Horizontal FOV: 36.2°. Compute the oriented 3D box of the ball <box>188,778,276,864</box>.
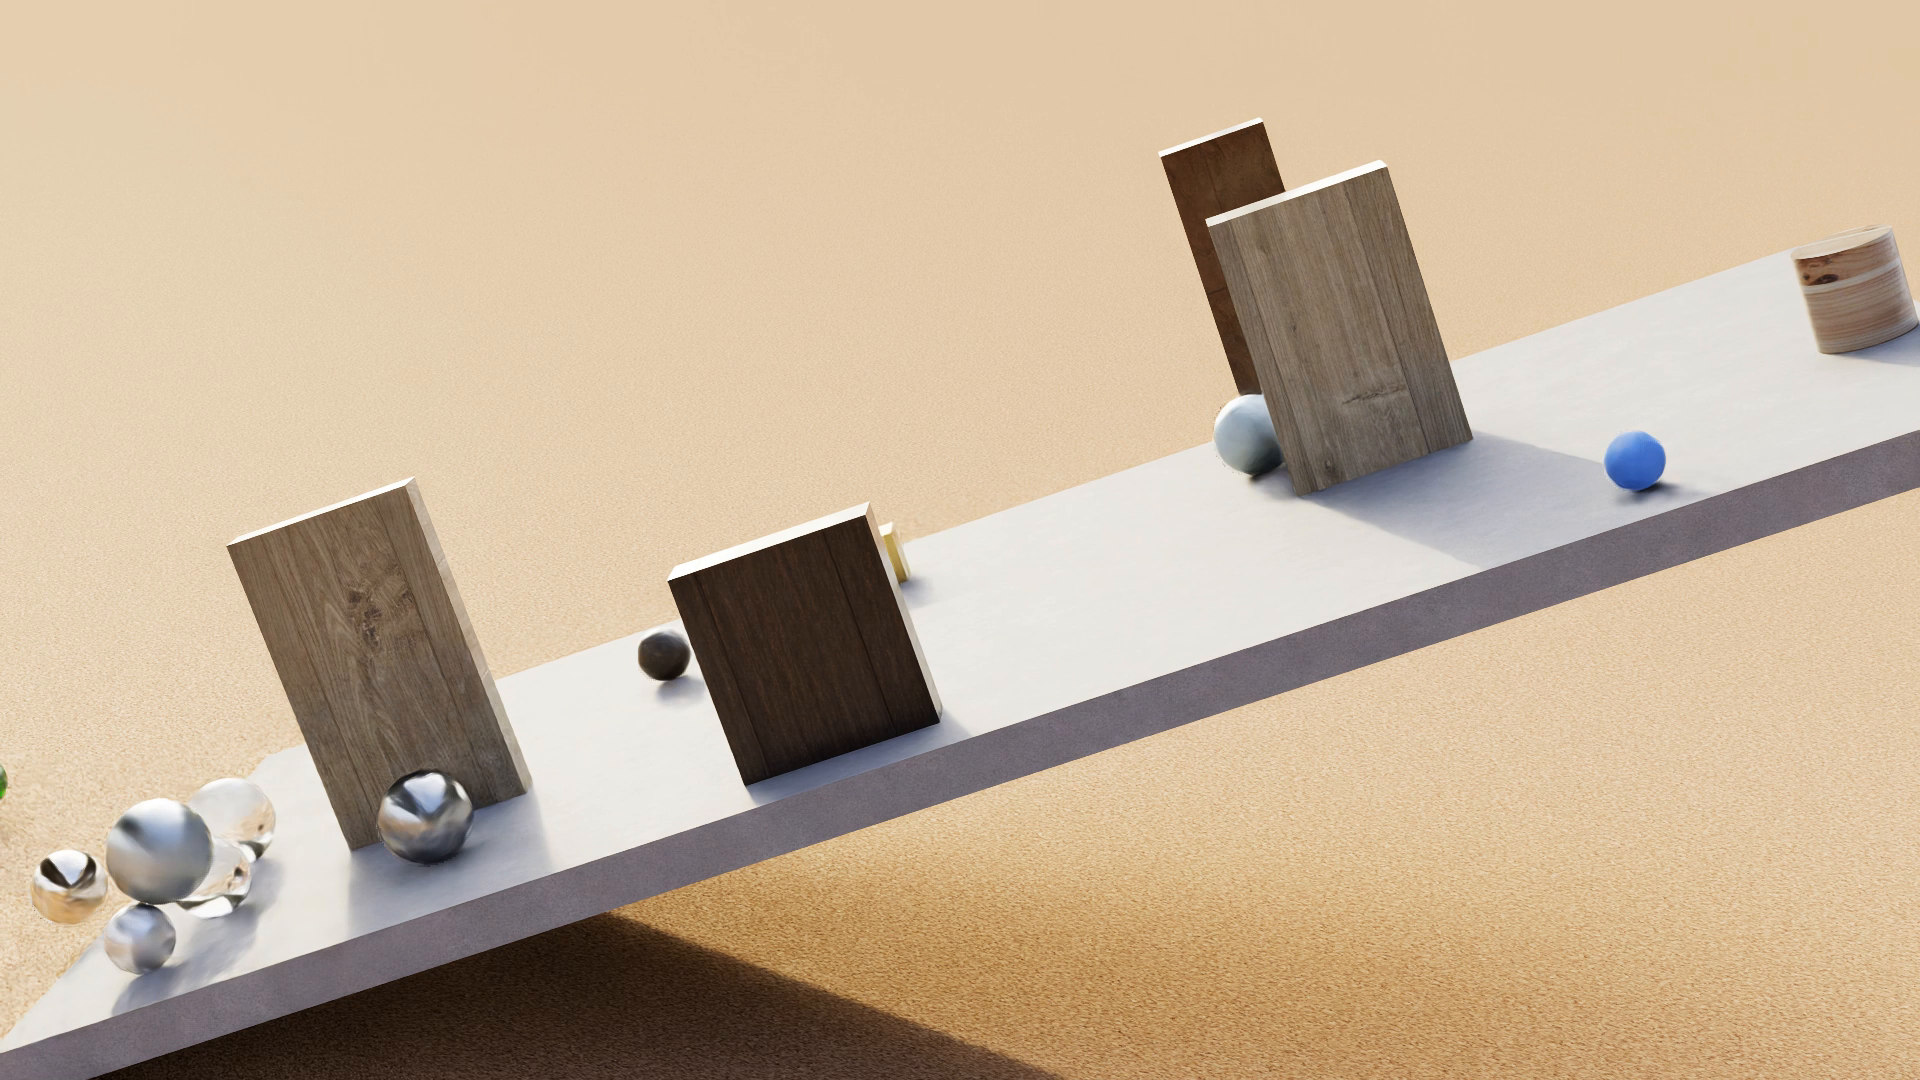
[{"bbox_3d":[-1.572,0.610,6.336,0.195,0.195,0.195,0,12,0],"label":"ball"}]

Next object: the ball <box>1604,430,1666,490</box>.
[{"bbox_3d":[1.236,-0.146,5.383,0.110,0.110,0.110,0,12,0],"label":"ball"}]

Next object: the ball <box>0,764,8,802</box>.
[{"bbox_3d":[-2.447,0.603,7.299,0.158,0.158,0.158,0,12,0],"label":"ball"}]

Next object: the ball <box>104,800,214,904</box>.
[{"bbox_3d":[-1.563,0.609,5.745,0.206,0.206,0.206,0,12,0],"label":"ball"}]

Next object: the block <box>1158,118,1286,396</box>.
[{"bbox_3d":[0.701,-0.600,6.905,0.248,0.727,0.126,-18,11,6],"label":"block"}]

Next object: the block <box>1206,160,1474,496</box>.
[{"bbox_3d":[0.810,-0.452,6.290,0.392,0.613,0.145,-18,11,6],"label":"block"}]

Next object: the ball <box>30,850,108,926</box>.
[{"bbox_3d":[-1.926,0.750,6.358,0.163,0.163,0.163,0,12,0],"label":"ball"}]

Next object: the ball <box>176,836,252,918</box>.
[{"bbox_3d":[-1.521,0.683,5.963,0.166,0.166,0.166,0,12,0],"label":"ball"}]

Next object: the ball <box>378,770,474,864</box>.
[{"bbox_3d":[-1.050,0.544,5.779,0.184,0.184,0.184,0,12,0],"label":"ball"}]

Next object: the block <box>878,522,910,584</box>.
[{"bbox_3d":[-0.197,0.045,6.906,0.121,0.121,0.121,-19,11,5],"label":"block"}]

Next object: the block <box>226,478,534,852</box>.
[{"bbox_3d":[-1.197,0.260,6.090,0.395,0.689,0.087,-18,11,6],"label":"block"}]

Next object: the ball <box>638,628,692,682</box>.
[{"bbox_3d":[-0.671,0.260,6.676,0.122,0.122,0.122,0,12,0],"label":"ball"}]

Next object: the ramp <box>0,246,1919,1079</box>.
[{"bbox_3d":[0.109,0.179,6.303,4.000,0.100,2.000,-18,11,6],"label":"ramp"}]

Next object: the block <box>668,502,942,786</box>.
[{"bbox_3d":[-0.288,0.196,5.536,0.391,0.420,0.117,-18,11,6],"label":"block"}]

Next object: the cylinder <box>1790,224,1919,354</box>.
[{"bbox_3d":[1.799,-0.505,5.914,0.203,0.203,0.203,-19,11,4],"label":"cylinder"}]

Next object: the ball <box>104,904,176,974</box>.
[{"bbox_3d":[-1.595,0.775,5.720,0.137,0.137,0.137,0,12,0],"label":"ball"}]

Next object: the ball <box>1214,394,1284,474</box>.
[{"bbox_3d":[0.664,-0.239,6.639,0.182,0.182,0.182,0,12,0],"label":"ball"}]
